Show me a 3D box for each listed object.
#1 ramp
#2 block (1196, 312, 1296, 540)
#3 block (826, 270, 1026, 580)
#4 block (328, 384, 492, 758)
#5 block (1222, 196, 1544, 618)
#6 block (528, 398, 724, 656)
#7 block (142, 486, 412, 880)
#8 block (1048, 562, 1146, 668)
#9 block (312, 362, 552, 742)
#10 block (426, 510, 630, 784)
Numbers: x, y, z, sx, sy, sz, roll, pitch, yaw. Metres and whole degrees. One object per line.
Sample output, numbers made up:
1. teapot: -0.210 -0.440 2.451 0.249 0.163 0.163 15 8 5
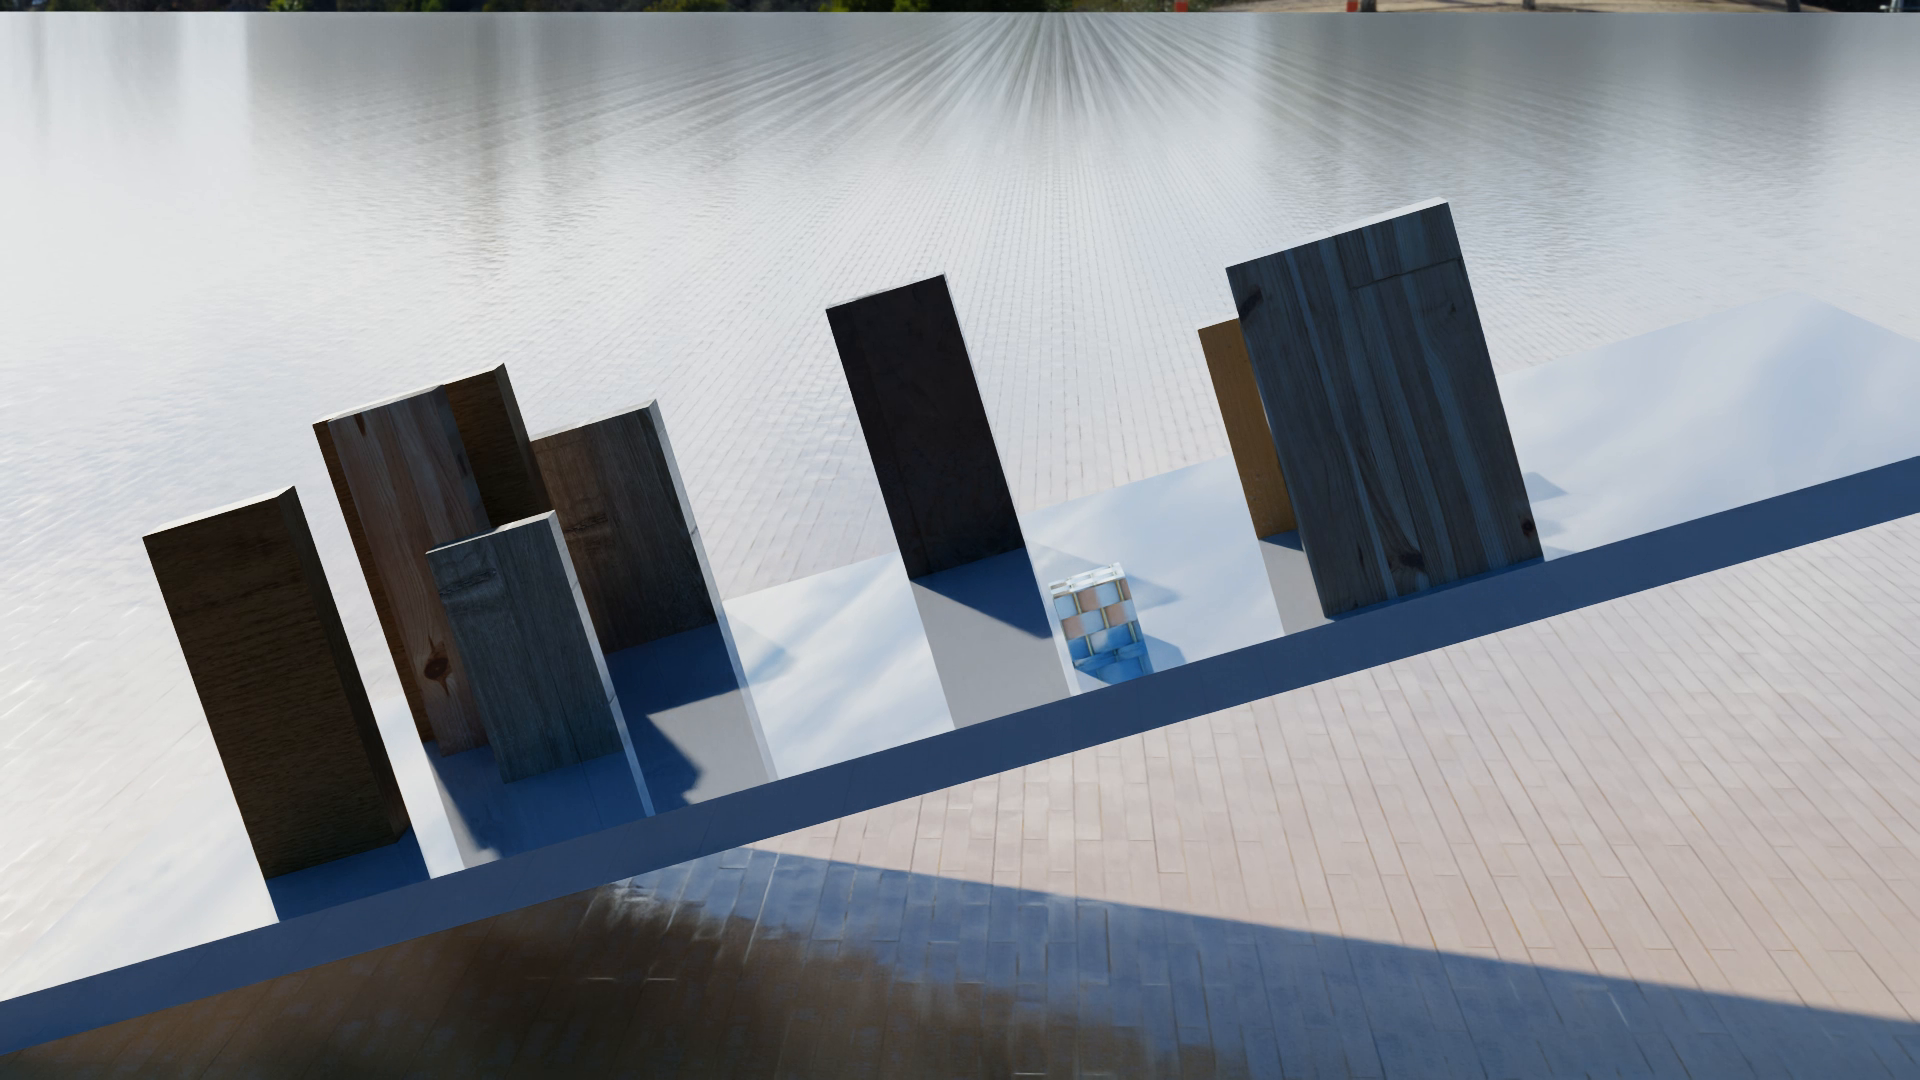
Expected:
1. ramp: 0.093 0.186 6.318 4.000 0.100 2.000 -16 10 5
2. block: 0.708 -0.270 6.151 0.313 0.461 0.094 -16 10 5
3. block: -0.077 -0.266 6.858 0.285 0.664 0.090 -16 10 5
4. block: -1.138 0.068 6.469 0.240 0.780 0.120 -16 10 5
5. block: 0.761 -0.239 5.309 0.407 0.662 0.125 -16 10 5
6. block: -0.871 -0.012 7.137 0.440 0.547 0.137 -16 10 5
7. block: -1.345 0.282 5.812 0.279 0.722 0.135 -16 10 5
8. block: 0.259 0.142 5.579 0.142 0.142 0.142 -17 10 1
9. block: -1.133 0.030 6.701 0.431 0.769 0.132 -16 10 5
10. block: -0.881 0.220 6.015 0.261 0.502 0.089 -16 10 5
